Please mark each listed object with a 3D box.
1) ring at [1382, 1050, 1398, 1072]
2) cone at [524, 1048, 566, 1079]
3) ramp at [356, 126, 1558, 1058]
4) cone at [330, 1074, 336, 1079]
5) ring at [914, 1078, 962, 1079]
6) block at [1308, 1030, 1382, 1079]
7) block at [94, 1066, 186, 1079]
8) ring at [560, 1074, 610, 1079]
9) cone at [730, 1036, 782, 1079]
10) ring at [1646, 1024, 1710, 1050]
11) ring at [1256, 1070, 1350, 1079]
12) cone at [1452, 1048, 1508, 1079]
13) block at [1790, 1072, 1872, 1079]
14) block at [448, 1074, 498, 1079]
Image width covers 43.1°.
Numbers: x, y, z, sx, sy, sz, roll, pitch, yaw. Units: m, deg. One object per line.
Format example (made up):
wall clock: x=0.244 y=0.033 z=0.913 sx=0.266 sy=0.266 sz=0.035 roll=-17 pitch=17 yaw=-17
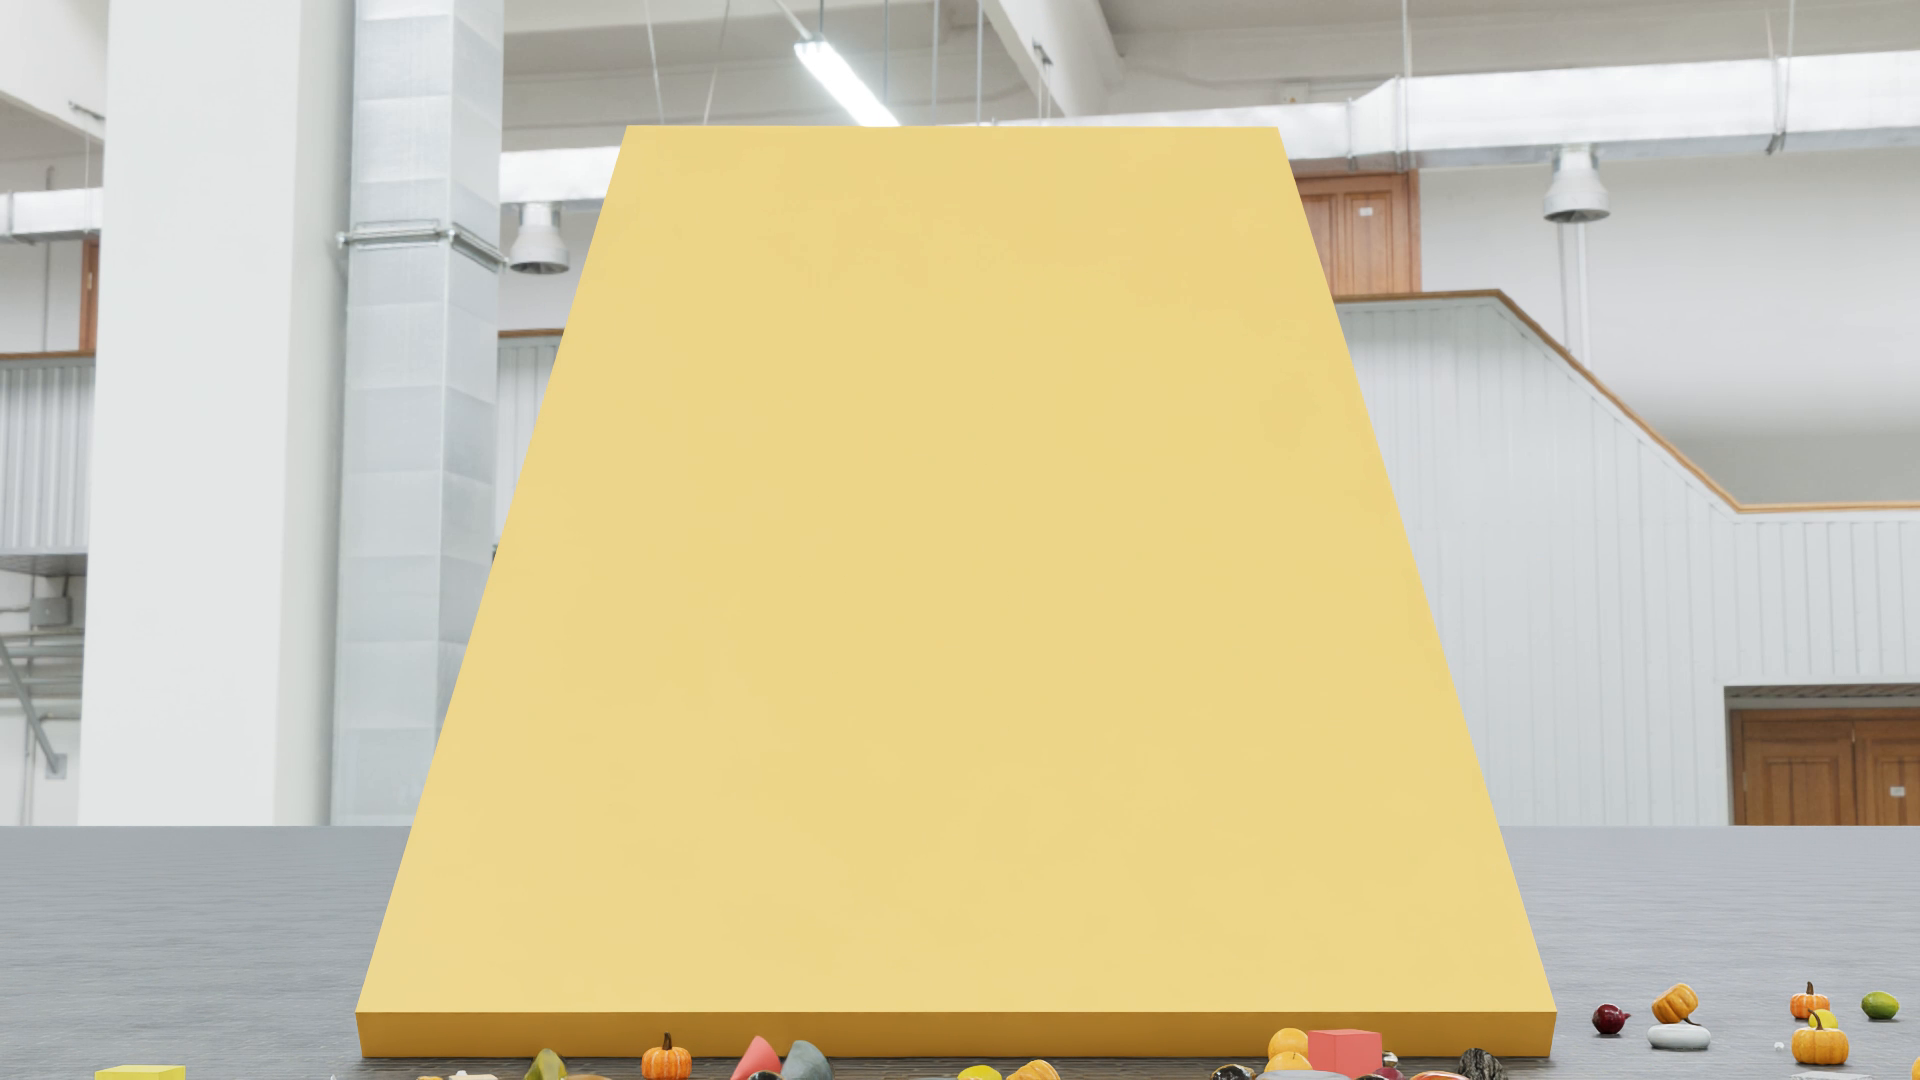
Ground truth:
ring: x=0.654 y=0.832 z=3.878 sx=0.088 sy=0.029 sz=0.088 roll=-1 pitch=-6 yaw=0
cone: x=-0.632 y=0.801 z=3.616 sx=0.066 sy=0.066 sz=0.066 roll=-30 pitch=-17 yaw=17
ramp: x=-0.014 y=-0.201 z=5.784 sx=2.000 sy=0.100 sz=4.000 roll=0 pitch=31 yaw=0
cone: x=-0.808 y=0.724 z=3.128 sx=0.072 sy=0.072 sz=0.072 roll=0 pitch=-7 yaw=0
ring: x=-0.030 y=0.767 z=3.362 sx=0.118 sy=0.039 sz=0.118 roll=0 pitch=-8 yaw=0
block: x=0.578 y=0.780 z=3.651 sx=0.080 sy=0.080 sz=0.080 roll=3 pitch=-7 yaw=-23
block: x=-1.041 y=0.713 z=3.084 sx=0.083 sy=0.083 sz=0.083 roll=-1 pitch=-7 yaw=5
ring: x=-0.439 y=0.689 z=2.920 sx=0.128 sy=0.043 sz=0.128 roll=6 pitch=-47 yaw=6
cone: x=-0.323 y=0.809 z=3.706 sx=0.075 sy=0.075 sz=0.075 roll=-27 pitch=8 yaw=-31
ring: x=1.262 y=0.873 z=4.268 sx=0.109 sy=0.036 sz=0.109 roll=0 pitch=-5 yaw=0
ring: x=0.476 y=0.762 z=3.356 sx=0.146 sy=0.049 sz=0.146 roll=1 pitch=-6 yaw=0
cone: x=0.700 y=0.768 z=3.382 sx=0.092 sy=0.092 sz=0.092 roll=5 pitch=-35 yaw=-36
block: x=1.100 y=0.715 z=3.067 sx=0.076 sy=0.076 sz=0.076 roll=-6 pitch=-9 yaw=41
block: x=-0.647 y=0.742 z=3.226 sx=0.057 sy=0.057 sz=0.057 roll=2 pitch=-7 yaw=-18
